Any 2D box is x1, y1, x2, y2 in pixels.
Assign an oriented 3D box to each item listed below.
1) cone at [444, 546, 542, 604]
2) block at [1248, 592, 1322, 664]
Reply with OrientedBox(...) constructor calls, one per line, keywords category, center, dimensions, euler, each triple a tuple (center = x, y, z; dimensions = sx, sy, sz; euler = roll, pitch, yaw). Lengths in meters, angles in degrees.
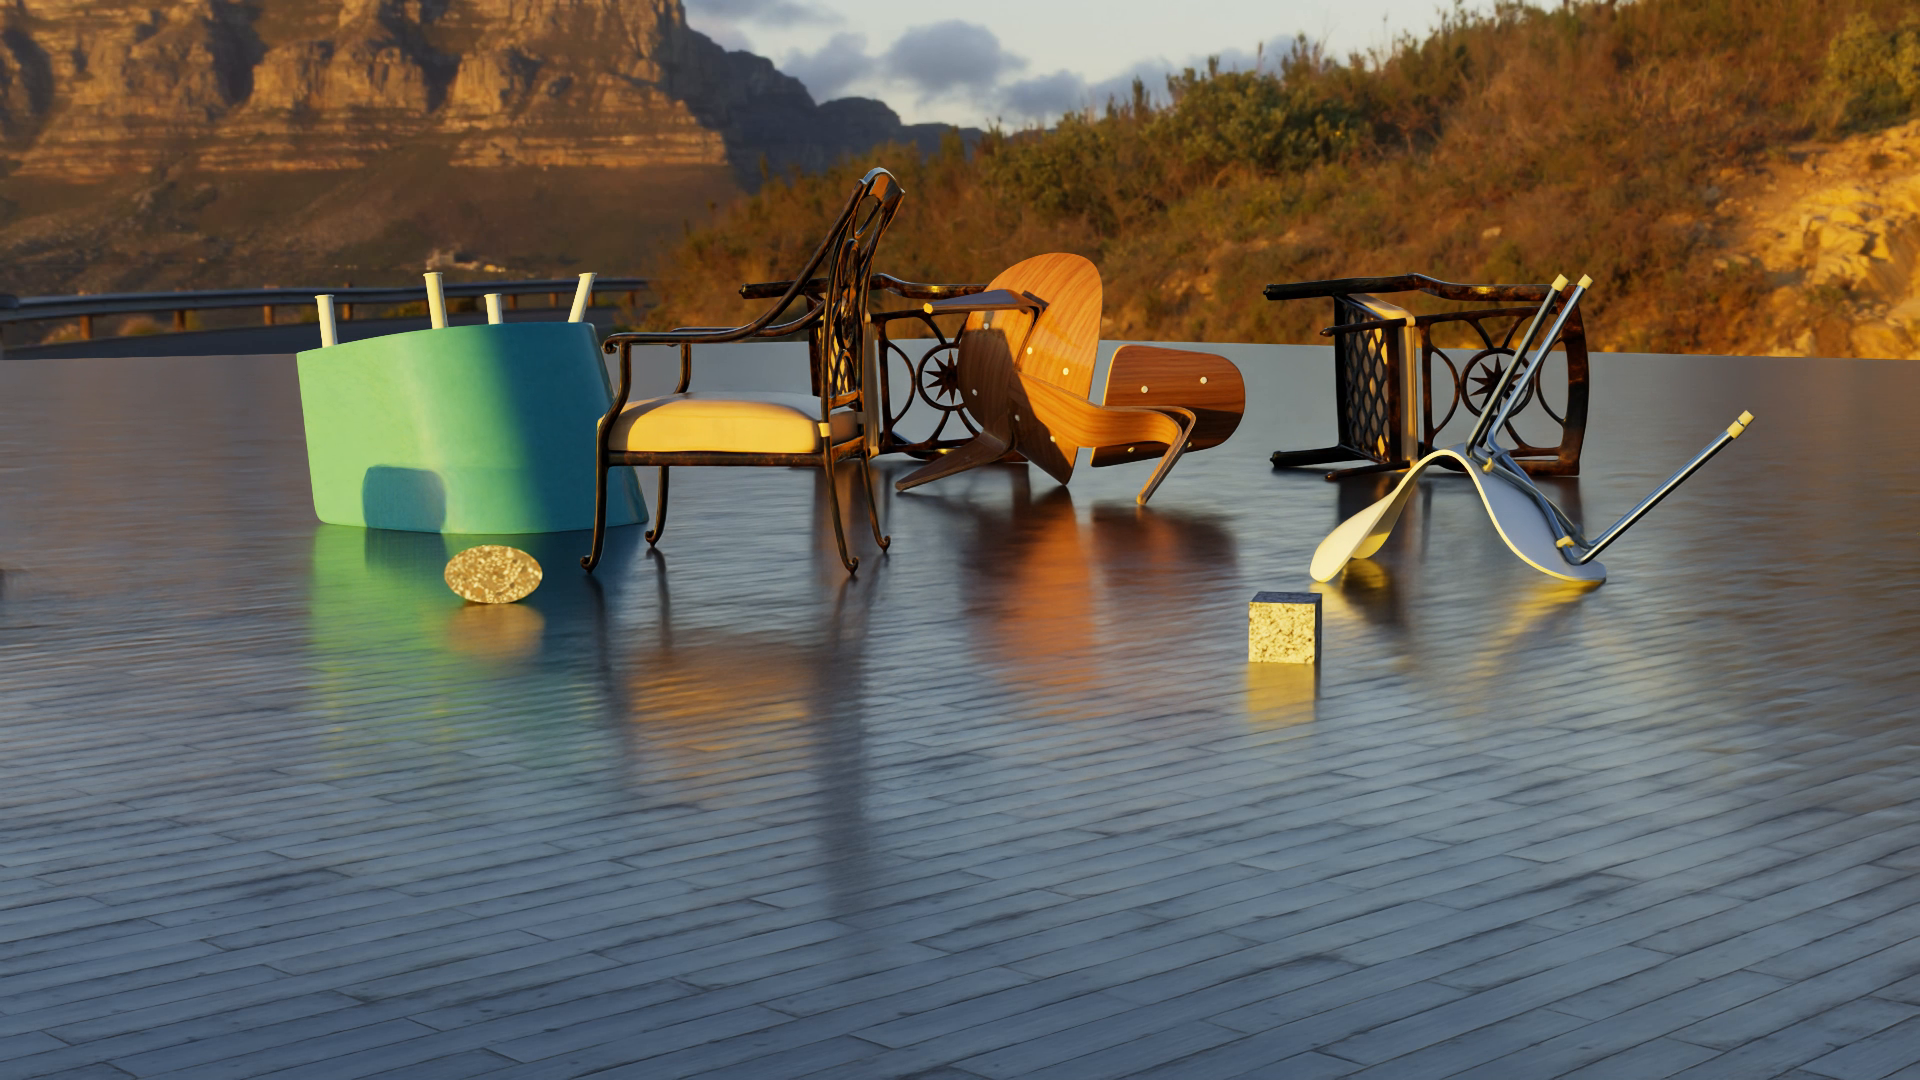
OrientedBox(category="cone", center=(-0.984, 0.084, 5.317), dimensions=(0.195, 0.118, 0.295), euler=(0, -6, -17))
OrientedBox(category="block", center=(0.566, 0.150, 4.455), dimensions=(0.111, 0.102, 0.160), euler=(1, 6, 12))
